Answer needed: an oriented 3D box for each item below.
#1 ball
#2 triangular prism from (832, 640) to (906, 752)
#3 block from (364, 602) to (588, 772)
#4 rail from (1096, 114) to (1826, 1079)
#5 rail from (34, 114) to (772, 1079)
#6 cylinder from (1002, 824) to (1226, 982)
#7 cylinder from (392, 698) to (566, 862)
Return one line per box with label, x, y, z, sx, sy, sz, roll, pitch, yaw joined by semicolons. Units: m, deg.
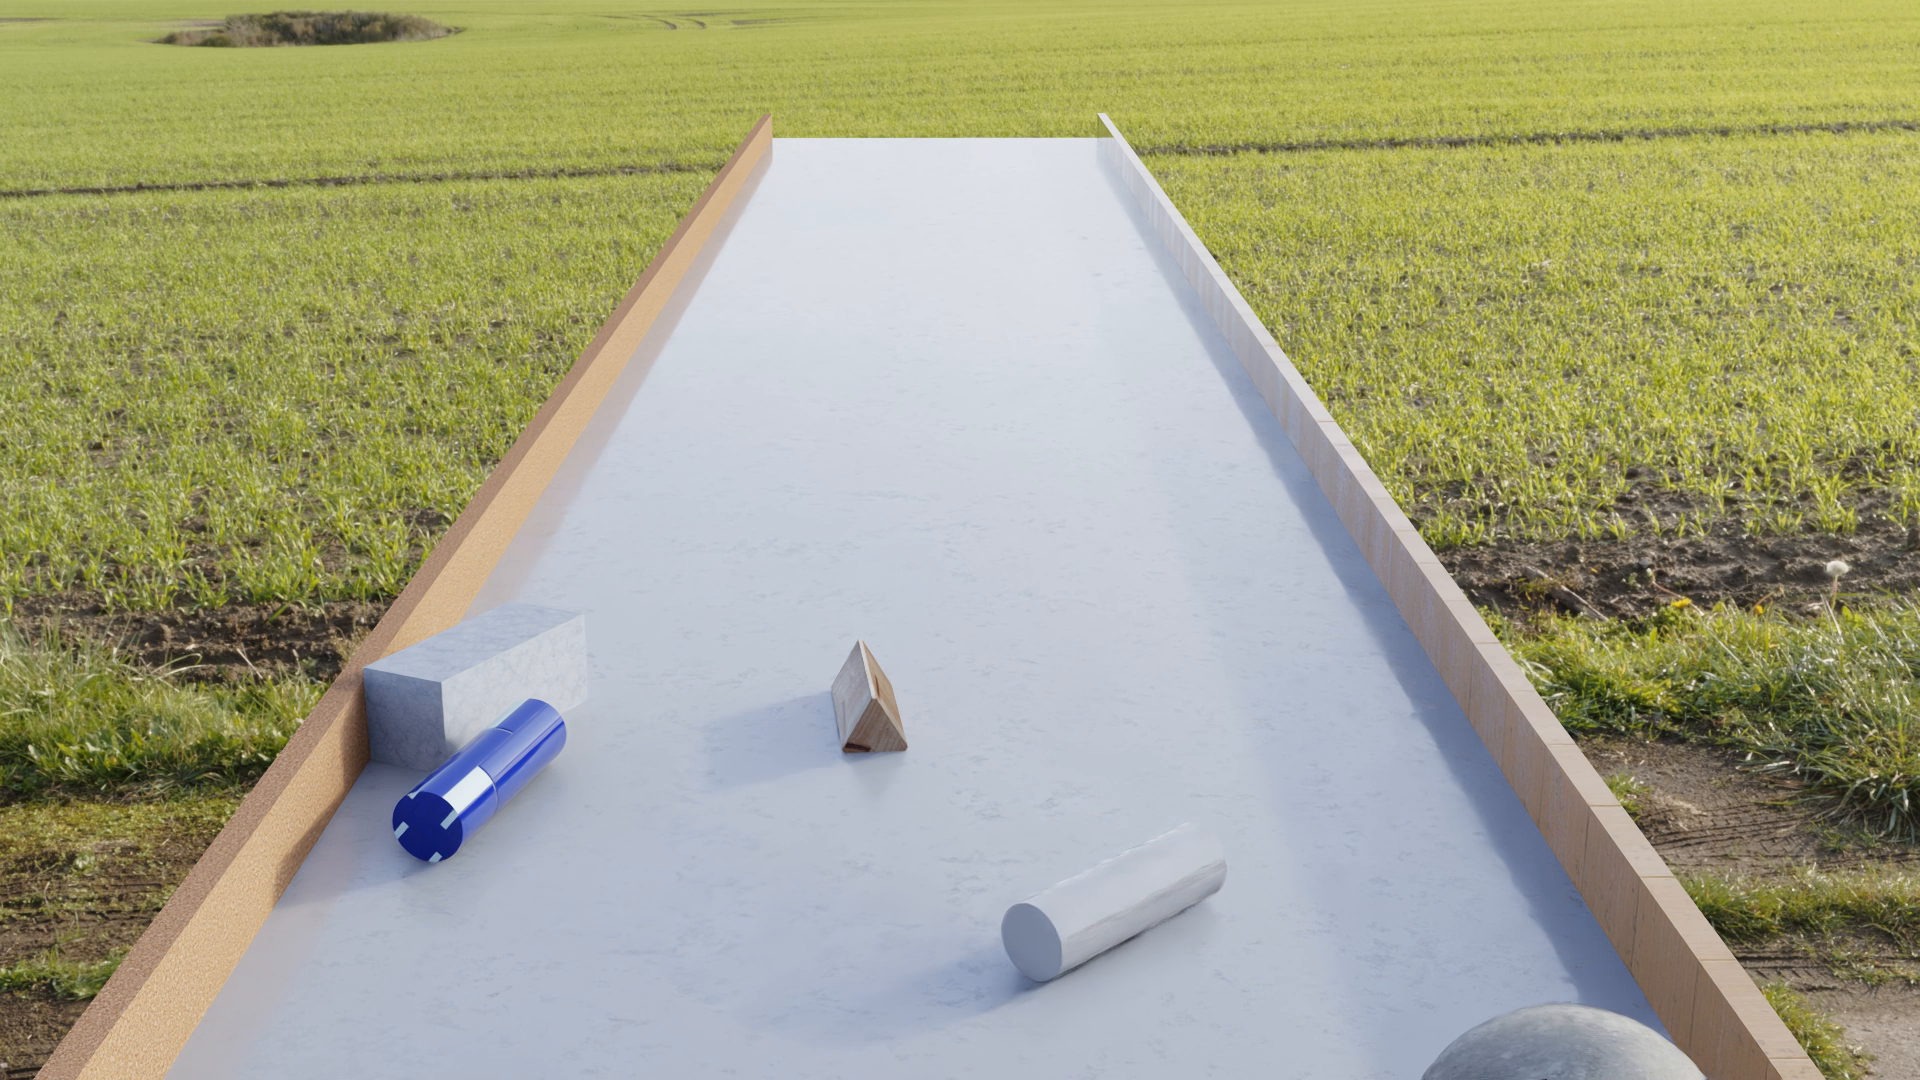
ball;0.643;0.674;2.327;0.360;0.360;0.360;0;17;0
triangular prism;-0.172;0.284;4.088;0.115;0.100;0.329;-2;17;-7
block;-0.880;0.264;4.035;0.173;0.173;0.418;8;18;25
rail;0.932;-0.844;7.801;0.050;0.150;12.000;0;17;-1
rail;-1.118;-0.838;7.780;0.050;0.150;12.000;0;17;-1
cylinder;0.232;0.530;3.242;0.116;0.116;0.380;15;22;41
cylinder;-0.798;0.396;3.685;0.121;0.121;0.425;4;17;12
